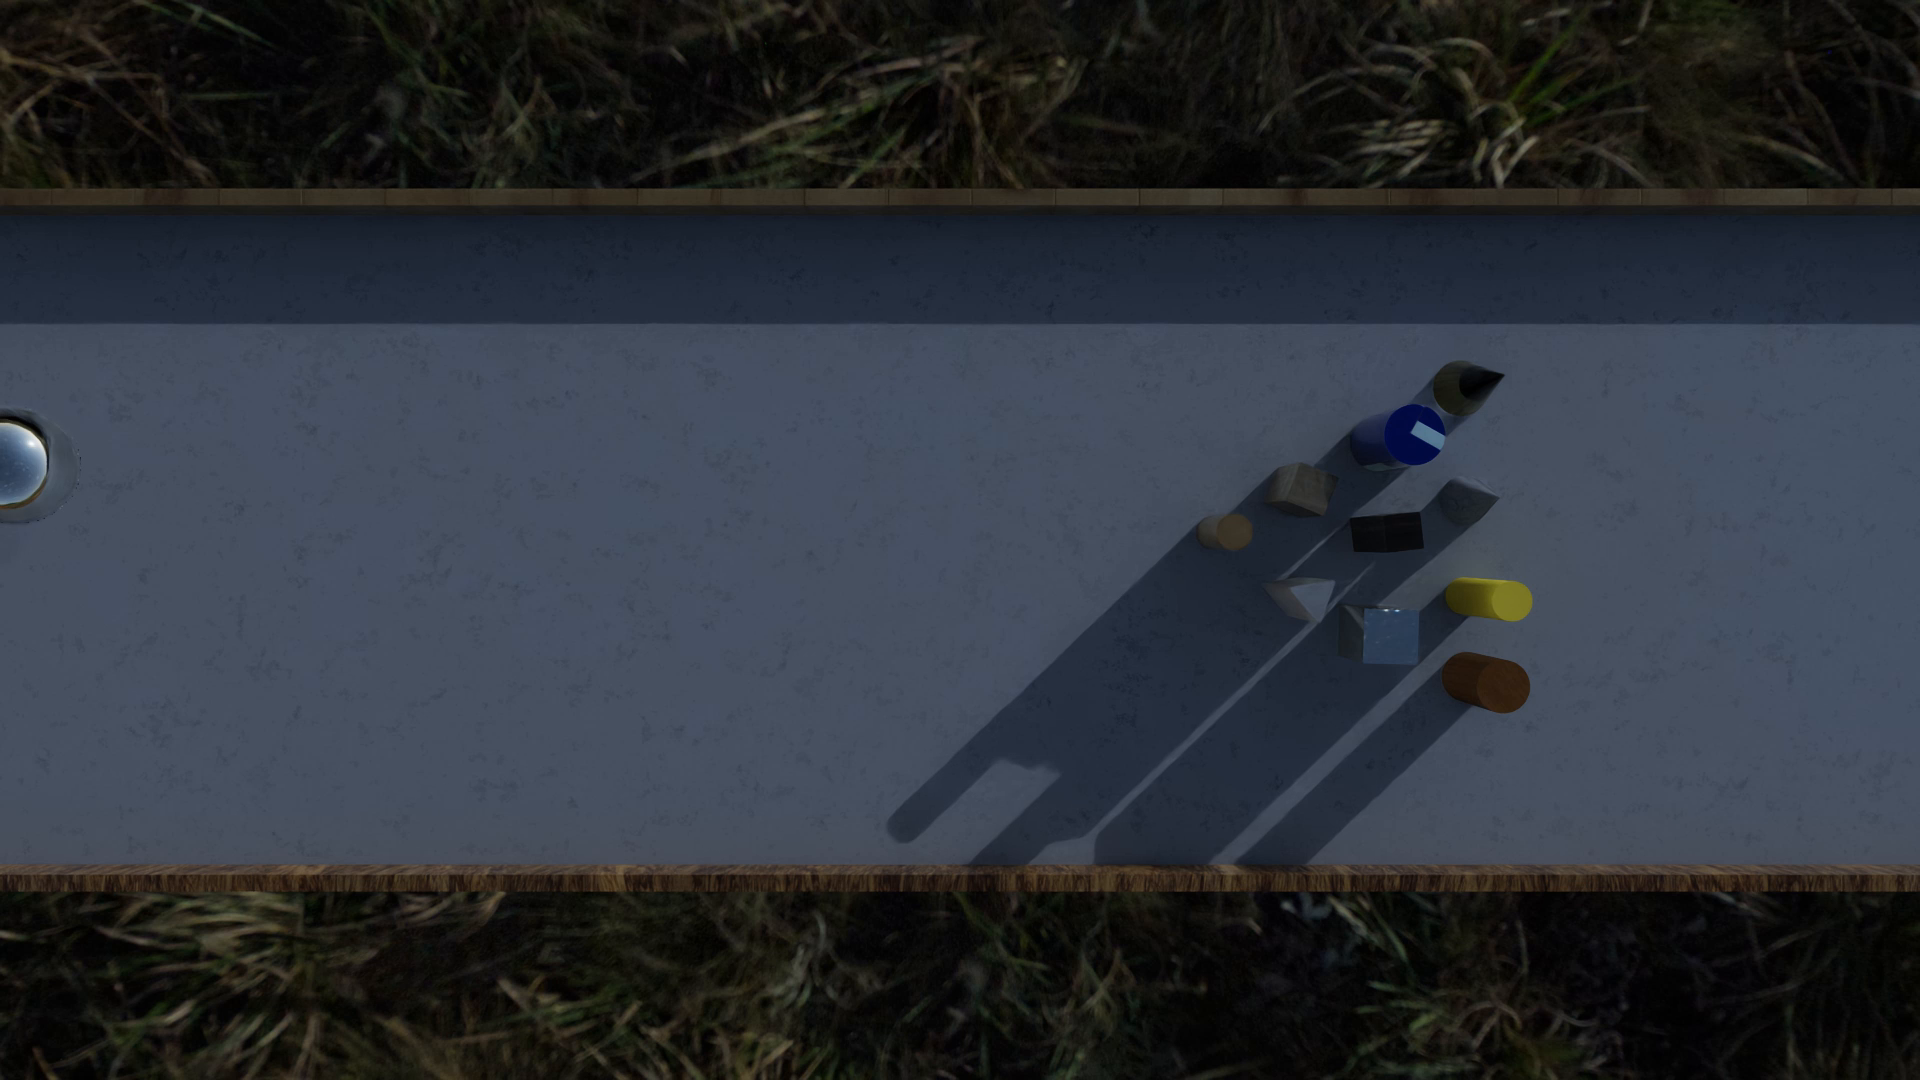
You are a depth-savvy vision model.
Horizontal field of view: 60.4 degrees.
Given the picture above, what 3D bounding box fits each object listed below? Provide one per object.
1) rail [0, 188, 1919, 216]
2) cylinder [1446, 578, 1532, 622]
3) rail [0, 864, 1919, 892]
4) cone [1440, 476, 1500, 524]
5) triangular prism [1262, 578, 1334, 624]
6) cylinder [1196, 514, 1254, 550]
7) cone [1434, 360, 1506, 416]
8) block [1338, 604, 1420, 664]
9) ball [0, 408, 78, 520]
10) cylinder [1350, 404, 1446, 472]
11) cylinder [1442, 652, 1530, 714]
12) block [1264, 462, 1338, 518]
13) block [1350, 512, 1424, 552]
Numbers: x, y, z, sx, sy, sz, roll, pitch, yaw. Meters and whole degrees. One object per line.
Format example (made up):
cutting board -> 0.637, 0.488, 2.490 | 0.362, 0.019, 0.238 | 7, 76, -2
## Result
rail -> -2.247, -1.025, 5.002 | 12.000, 0.150, 0.050 | 0, 90, 0
cylinder -> 1.551, 0.172, 4.854 | 0.114, 0.445, 0.114 | 0, 90, 0
rail -> -2.247, 1.025, 5.001 | 12.000, 0.150, 0.050 | 0, 90, 0
cone -> 1.553, -0.122, 4.908 | 0.152, 0.337, 0.152 | 0, 90, 0
triangular prism -> 1.012, 0.150, 4.858 | 0.110, 0.437, 0.127 | -40, 90, 0
cylinder -> 0.779, -0.022, 4.875 | 0.104, 0.403, 0.104 | 0, 90, 0
cone -> 1.542, -0.467, 4.869 | 0.171, 0.416, 0.171 | 0, 90, 0
block -> 1.243, 0.279, 4.917 | 0.158, 0.319, 0.158 | 2, 90, 0
ball -> -2.813, -0.224, 4.910 | 0.334, 0.334, 0.334 | 0, 90, 0
cylinder -> 1.286, -0.298, 4.869 | 0.172, 0.414, 0.172 | 0, 90, 0
cylinder -> 1.560, 0.421, 4.906 | 0.154, 0.342, 0.154 | 0, 90, 0
block -> 1.011, -0.146, 4.903 | 0.118, 0.347, 0.118 | 22, 90, 0
block -> 1.259, -0.022, 4.877 | 0.105, 0.399, 0.105 | -7, 90, 0
